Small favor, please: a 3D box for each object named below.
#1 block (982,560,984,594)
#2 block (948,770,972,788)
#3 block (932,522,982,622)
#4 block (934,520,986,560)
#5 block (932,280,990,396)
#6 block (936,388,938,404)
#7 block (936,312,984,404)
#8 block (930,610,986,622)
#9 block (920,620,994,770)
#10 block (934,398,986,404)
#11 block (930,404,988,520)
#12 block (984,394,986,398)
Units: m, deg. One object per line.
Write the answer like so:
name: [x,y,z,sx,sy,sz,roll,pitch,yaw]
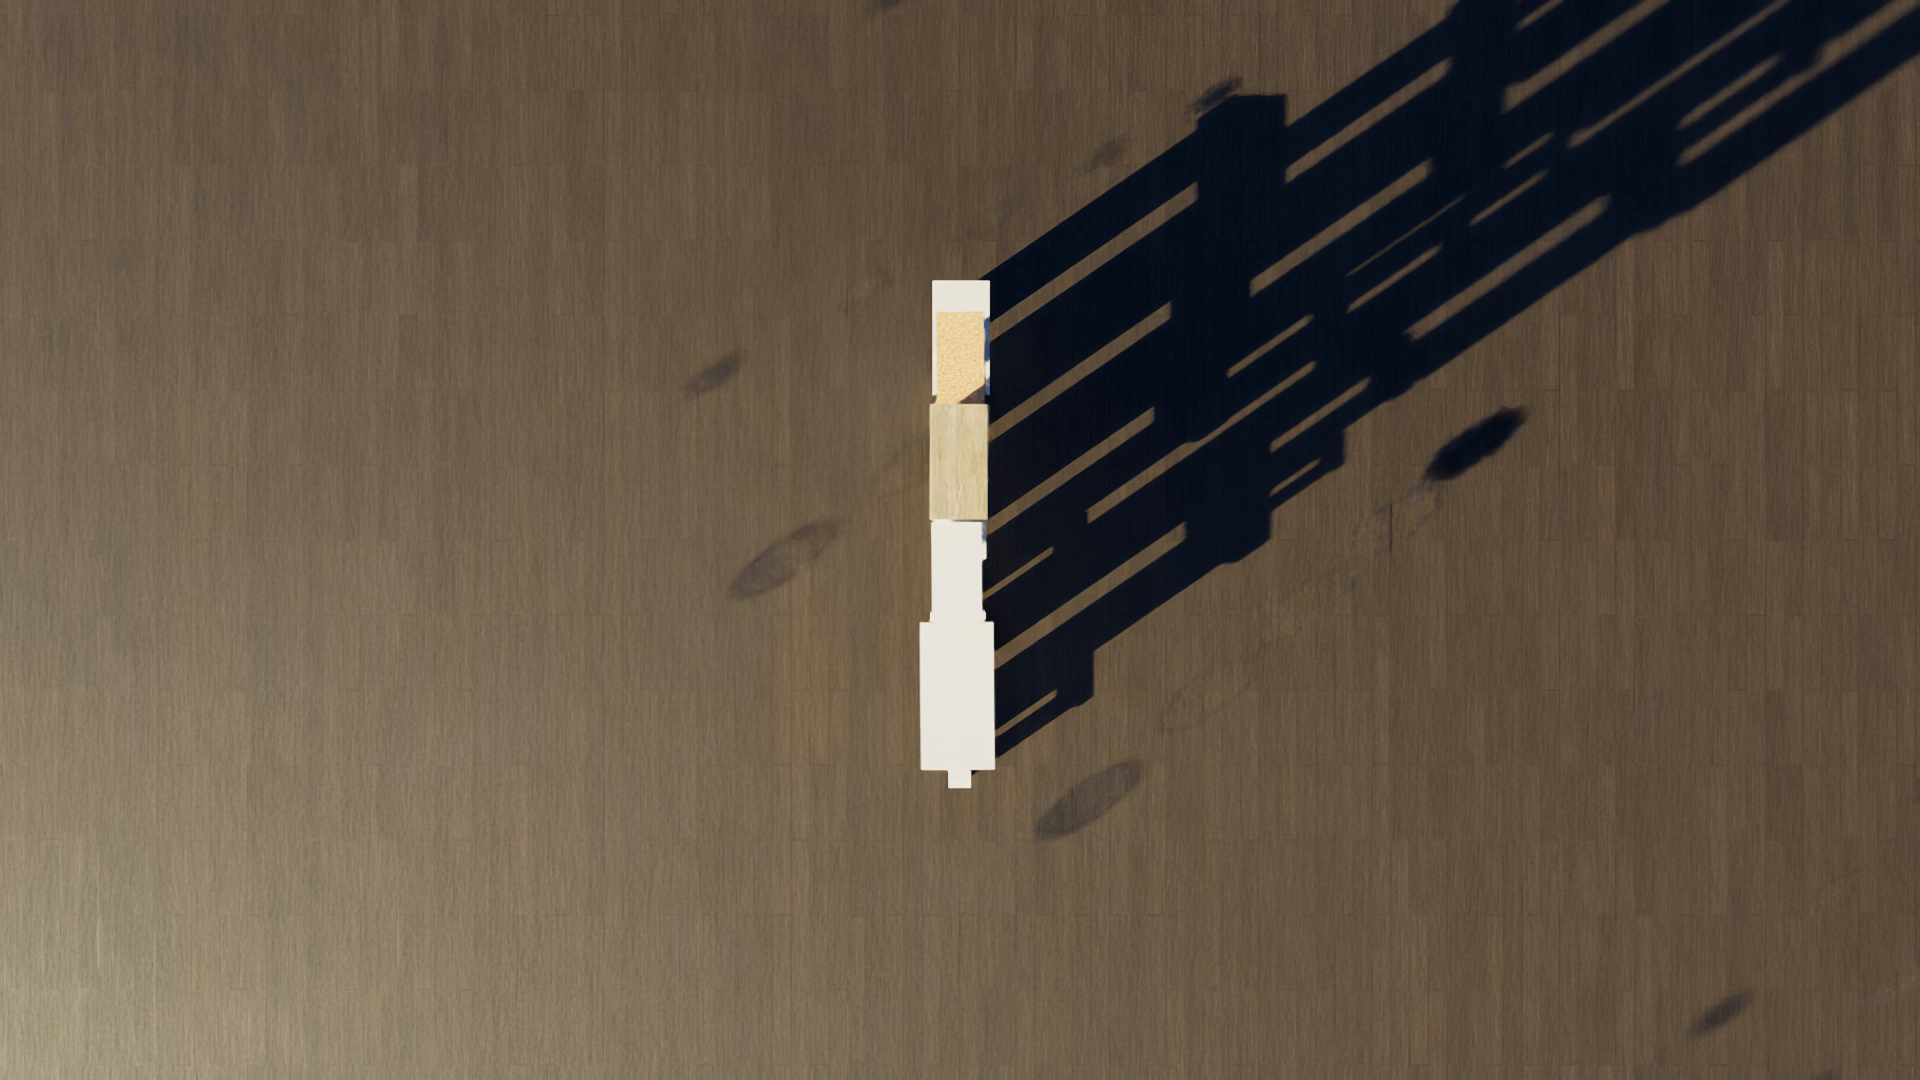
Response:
block: [0.002,0.021,5.190,0.145,0.041,0.290,0,90,0]
block: [0.000,0.729,5.344,0.073,0.021,0.146,0,90,0]
block: [-0.007,0.076,3.878,0.117,0.033,0.235,-1,90,0]
block: [0.000,-0.084,4.148,0.132,0.037,0.264,0,90,0]
block: [0.004,-0.626,5.122,0.176,0.050,0.353,0,90,0]
block: [0.002,-0.469,4.796,0.141,0.040,0.282,0,90,0]
block: [0.001,-0.442,4.035,0.115,0.033,0.230,-1,90,0]
block: [-0.005,0.351,4.579,0.153,0.043,0.306,0,90,0]
block: [-0.006,0.374,3.981,0.177,0.050,0.354,0,90,0]
block: [0.000,-0.287,5.162,0.158,0.045,0.316,0,90,0]
block: [-0.003,-0.182,3.842,0.134,0.038,0.267,0,90,1]
block: [0.003,-0.362,4.167,0.115,0.230,0.033,-2,89,0]
